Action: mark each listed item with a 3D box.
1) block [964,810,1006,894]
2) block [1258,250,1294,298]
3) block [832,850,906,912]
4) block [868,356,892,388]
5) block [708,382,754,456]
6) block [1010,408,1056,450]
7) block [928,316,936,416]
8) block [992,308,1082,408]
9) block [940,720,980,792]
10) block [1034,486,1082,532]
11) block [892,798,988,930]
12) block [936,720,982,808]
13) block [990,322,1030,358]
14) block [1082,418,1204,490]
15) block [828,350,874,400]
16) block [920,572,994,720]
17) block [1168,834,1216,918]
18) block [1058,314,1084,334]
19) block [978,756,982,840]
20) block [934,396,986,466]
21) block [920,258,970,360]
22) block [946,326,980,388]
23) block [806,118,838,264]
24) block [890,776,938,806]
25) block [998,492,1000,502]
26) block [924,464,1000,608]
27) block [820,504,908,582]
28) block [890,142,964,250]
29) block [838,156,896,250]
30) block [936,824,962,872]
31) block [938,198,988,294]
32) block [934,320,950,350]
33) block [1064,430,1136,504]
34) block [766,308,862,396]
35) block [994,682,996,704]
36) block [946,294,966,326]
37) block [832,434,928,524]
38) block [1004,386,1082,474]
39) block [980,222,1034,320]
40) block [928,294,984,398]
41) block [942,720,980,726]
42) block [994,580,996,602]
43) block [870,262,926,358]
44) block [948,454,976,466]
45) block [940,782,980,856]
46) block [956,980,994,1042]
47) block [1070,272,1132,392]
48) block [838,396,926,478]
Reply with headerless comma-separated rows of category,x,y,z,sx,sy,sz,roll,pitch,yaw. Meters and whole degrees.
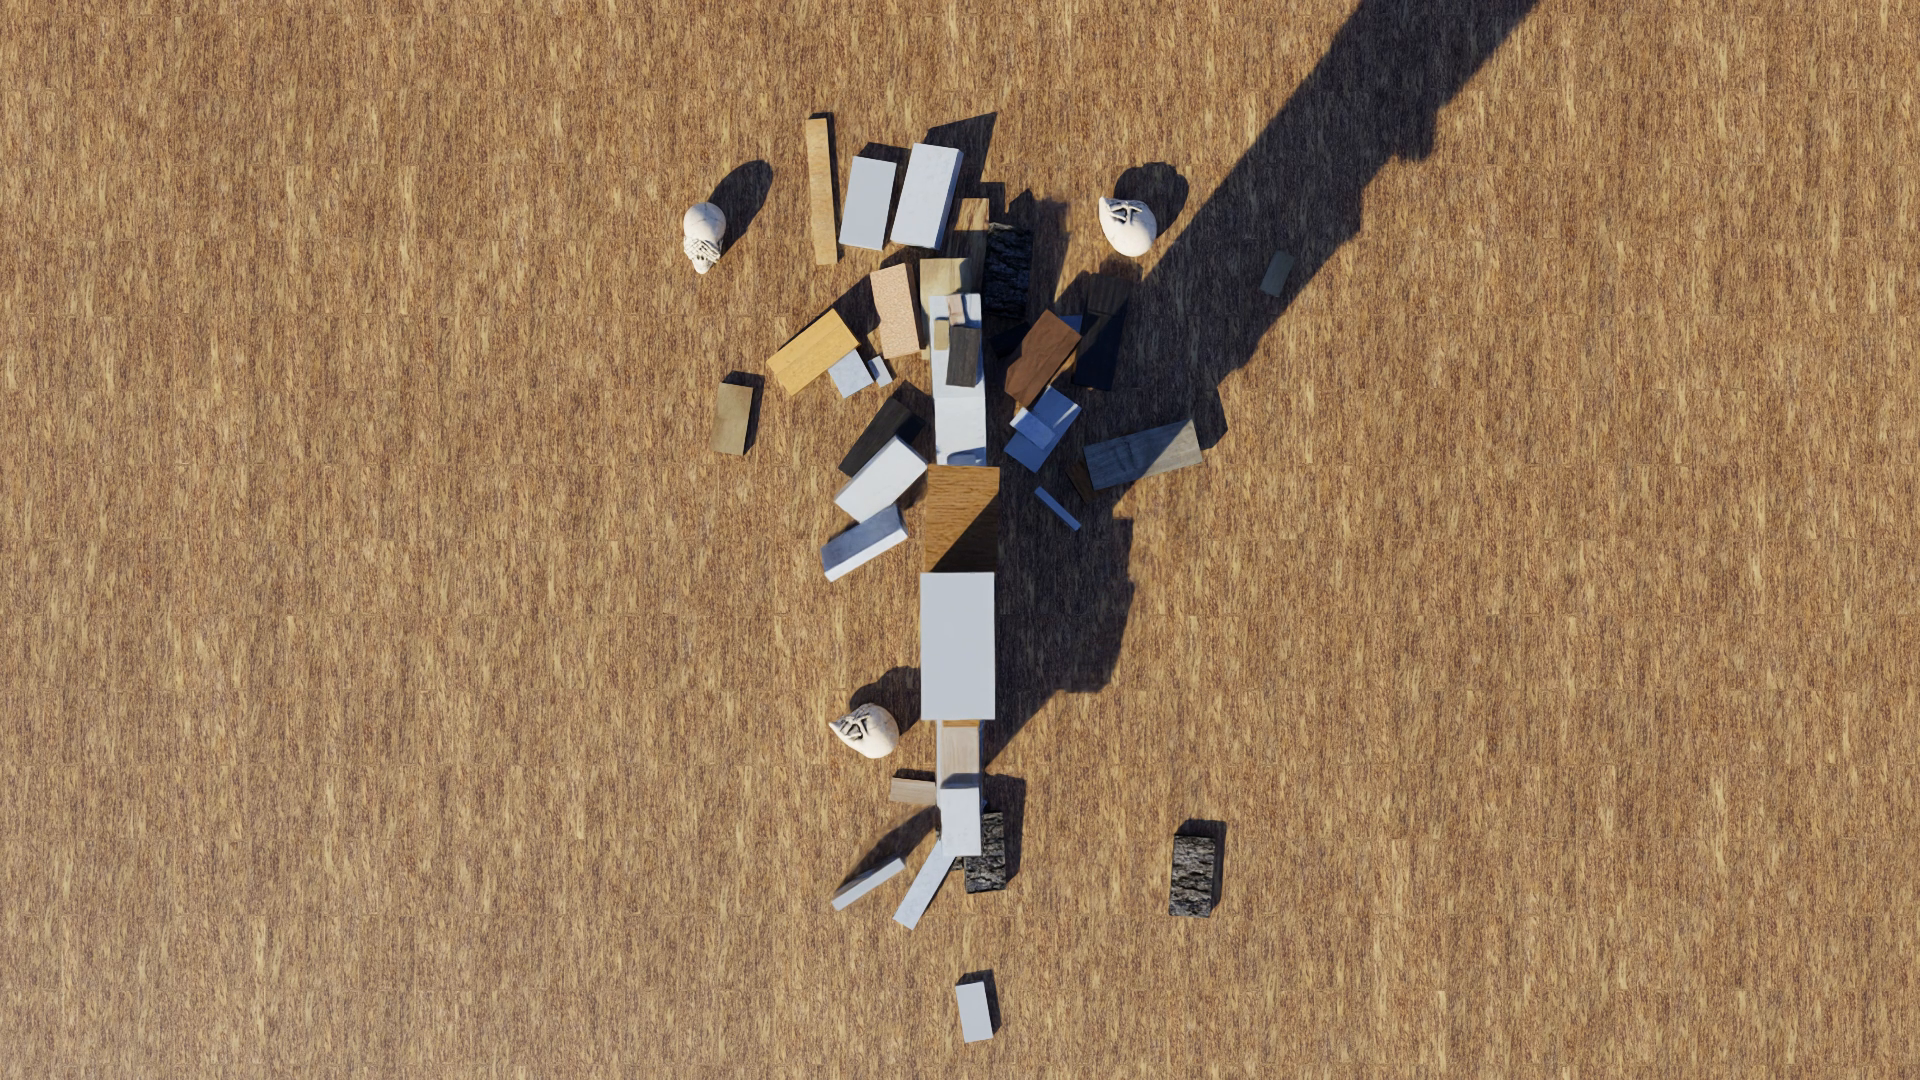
block,0.079,1.031,5.453,0.132,0.037,0.265,-4,97,-10
block,1.055,-0.888,5.490,0.071,0.020,0.141,23,90,0
block,-0.300,1.120,5.433,0.265,0.132,0.037,-33,92,0
block,-0.266,-0.560,5.493,0.048,0.014,0.095,-27,90,0
block,-0.760,-0.401,5.484,0.114,0.032,0.228,9,90,0
block,0.240,-0.367,5.453,0.141,0.020,0.071,39,90,0
block,-0.015,-0.574,5.405,0.164,0.046,0.328,-2,114,0
block,0.254,-0.598,5.437,0.149,0.042,0.297,38,99,0
block,-0.001,0.660,5.101,0.118,0.033,0.236,-1,99,0
block,0.321,-0.104,5.453,0.188,0.094,0.027,43,90,0
block,-0.066,1.059,5.467,0.077,0.022,0.491,30,90,0
block,-0.001,0.696,5.187,0.142,0.040,0.284,0,95,0
block,0.175,-0.664,5.480,0.141,0.020,0.071,-26,74,0
block,0.601,-0.281,5.442,0.371,0.042,0.149,-15,90,0
block,-0.391,-0.596,5.484,0.114,0.032,0.228,-29,90,0
block,-0.005,0.233,3.641,0.162,0.046,0.323,0,90,0
block,0.770,1.116,5.481,0.132,0.037,0.265,4,90,0
block,0.362,-0.710,5.490,0.141,0.020,0.071,-3,90,0
block,0.006,0.807,5.157,0.118,0.033,0.264,-1,99,0
block,0.002,-0.377,5.425,0.164,0.046,0.328,-1,109,0
block,-0.046,-0.763,5.438,0.165,0.047,0.329,-1,104,0
block,0.010,-0.586,5.279,0.094,0.027,0.188,6,100,-1
block,-0.461,-1.159,5.490,0.071,0.020,0.480,-4,90,0
block,-0.153,0.836,5.489,0.154,0.022,0.077,6,90,0
block,0.010,-0.125,4.207,0.173,0.347,0.049,2,91,0
block,0.004,-0.006,4.010,0.173,0.049,0.347,2,91,0
block,-0.317,0.008,5.402,0.297,0.149,0.042,-30,125,10
block,-0.109,-1.134,5.445,0.165,0.047,0.329,14,90,24
block,-0.306,-1.118,5.480,0.144,0.041,0.288,10,90,0
block,-0.037,1.023,5.489,0.077,0.022,0.154,-6,90,0
block,0.012,-0.965,5.477,0.165,0.047,0.329,0,90,0
block,-0.059,-0.654,5.273,0.048,0.014,0.095,0,100,0
block,0.495,-0.244,5.481,0.265,0.037,0.132,-32,90,0
block,-0.483,-0.619,5.449,0.288,0.041,0.144,-37,89,12
block,-0.002,0.333,3.952,0.162,0.575,0.046,0,92,0
block,-0.014,-0.734,5.259,0.048,0.014,0.095,-9,100,2
block,-0.260,-0.192,5.418,0.297,0.042,0.148,-44,116,13
block,0.274,-0.367,5.481,0.132,0.037,0.265,36,90,0
block,0.154,-0.886,5.452,0.149,0.042,0.297,7,90,-23
block,-0.011,-0.624,5.309,0.164,0.046,0.328,-2,100,1
block,0.004,0.385,4.254,0.095,0.027,0.190,0,92,0
block,-0.001,0.110,3.825,0.162,0.323,0.046,2,90,0
block,-0.205,-0.755,5.444,0.144,0.041,0.288,-10,90,33
block,0.009,-0.199,5.368,0.094,0.027,0.188,-4,48,1
block,0.002,0.868,5.117,0.118,0.033,0.236,-2,110,1
block,0.047,1.567,5.487,0.095,0.027,0.190,-10,90,0
block,0.467,-0.688,5.467,0.132,0.037,0.370,11,90,-12
block,-0.259,-0.315,5.479,0.149,0.042,0.297,36,90,0
